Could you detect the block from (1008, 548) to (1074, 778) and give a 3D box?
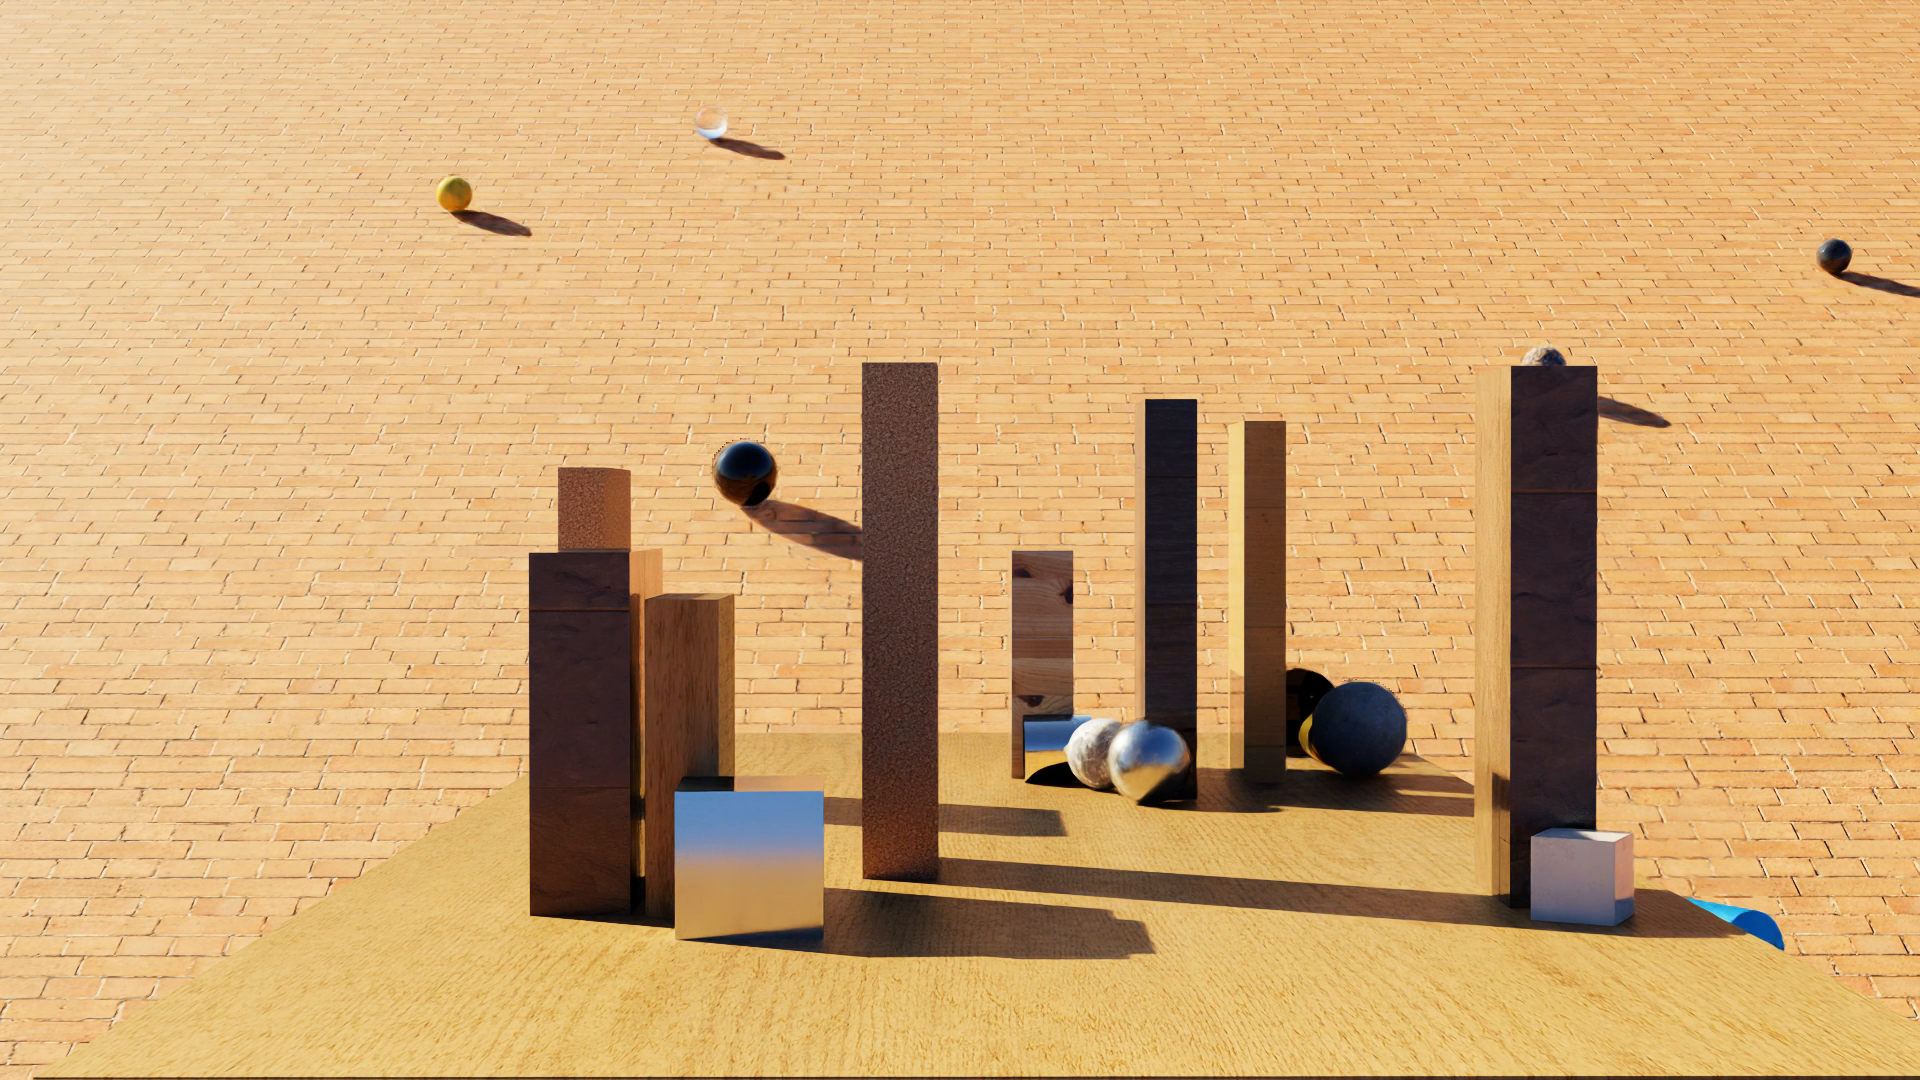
[{"bbox_3d":[0.175,0.262,5.673,0.131,0.484,0.387,0,1,0],"label":"block"}]

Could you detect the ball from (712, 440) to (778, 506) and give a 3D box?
[{"bbox_3d":[-0.655,-0.203,7.892,0.200,0.200,0.200,0,28,0],"label":"ball"}]

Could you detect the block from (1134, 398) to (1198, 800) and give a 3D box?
[{"bbox_3d":[0.416,0.115,5.239,0.103,0.789,0.297,0,1,0],"label":"block"}]

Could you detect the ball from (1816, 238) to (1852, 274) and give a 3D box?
[{"bbox_3d":[3.236,-1.051,9.565,0.129,0.129,0.129,0,28,0],"label":"ball"}]

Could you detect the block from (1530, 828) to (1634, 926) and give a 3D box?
[{"bbox_3d":[0.873,0.470,3.620,0.116,0.116,0.116,0,1,27],"label":"block"}]

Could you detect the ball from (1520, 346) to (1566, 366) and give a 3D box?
[{"bbox_3d":[1.953,-0.573,8.641,0.152,0.152,0.152,0,28,0],"label":"ball"}]

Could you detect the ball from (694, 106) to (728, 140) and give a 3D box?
[{"bbox_3d":[-1.048,-1.758,10.885,0.137,0.137,0.137,0,28,0],"label":"ball"}]

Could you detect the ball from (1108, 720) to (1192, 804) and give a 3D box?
[{"bbox_3d":[0.368,0.430,5.012,0.164,0.164,0.164,0,28,0],"label":"ball"}]

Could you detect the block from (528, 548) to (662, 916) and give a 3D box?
[{"bbox_3d":[-0.535,0.271,3.837,0.142,0.512,0.408,0,1,0],"label":"block"}]

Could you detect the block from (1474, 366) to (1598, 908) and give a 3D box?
[{"bbox_3d":[0.849,0.138,3.821,0.124,0.777,0.254,0,1,0],"label":"block"}]

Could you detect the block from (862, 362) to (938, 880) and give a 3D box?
[{"bbox_3d":[-0.093,0.124,4.118,0.116,0.799,0.255,0,1,0],"label":"block"}]

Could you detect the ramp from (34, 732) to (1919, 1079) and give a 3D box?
[{"bbox_3d":[0.063,0.567,4.607,2.000,0.100,4.000,0,1,0],"label":"ramp"}]

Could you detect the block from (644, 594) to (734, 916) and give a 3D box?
[{"bbox_3d":[-0.391,0.305,3.761,0.103,0.446,0.265,0,1,0],"label":"block"}]

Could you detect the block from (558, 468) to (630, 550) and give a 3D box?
[{"bbox_3d":[-0.726,0.184,5.157,0.090,0.653,0.395,0,1,0],"label":"block"}]

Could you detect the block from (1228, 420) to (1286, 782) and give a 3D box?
[{"bbox_3d":[0.637,0.127,5.554,0.088,0.756,0.308,0,1,0],"label":"block"}]

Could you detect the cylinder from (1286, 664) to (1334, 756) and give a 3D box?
[{"bbox_3d":[0.792,0.397,6.066,0.204,0.204,0.204,3,1,6],"label":"cylinder"}]

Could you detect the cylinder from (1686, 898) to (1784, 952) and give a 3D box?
[{"bbox_3d":[1.569,0.853,5.368,0.195,0.195,0.195,-17,9,-28],"label":"cylinder"}]

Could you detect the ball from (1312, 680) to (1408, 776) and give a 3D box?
[{"bbox_3d":[0.855,0.404,5.532,0.203,0.203,0.203,0,28,0],"label":"ball"}]

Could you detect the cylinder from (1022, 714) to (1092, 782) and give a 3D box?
[{"bbox_3d":[0.205,0.435,5.411,0.141,0.141,0.141,-1,28,-1],"label":"cylinder"}]

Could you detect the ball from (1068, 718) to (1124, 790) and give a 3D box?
[{"bbox_3d":[0.292,0.436,5.270,0.146,0.146,0.146,0,28,0],"label":"ball"}]

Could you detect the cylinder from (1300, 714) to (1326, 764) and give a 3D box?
[{"bbox_3d":[0.830,0.447,5.836,0.111,0.111,0.111,-1,1,-2],"label":"cylinder"}]

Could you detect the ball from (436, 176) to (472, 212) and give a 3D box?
[{"bbox_3d":[-1.981,-1.354,10.123,0.140,0.140,0.140,0,28,0],"label":"ball"}]

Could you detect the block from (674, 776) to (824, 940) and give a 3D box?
[{"bbox_3d":[-0.285,0.431,3.534,0.197,0.197,0.197,0,1,-3],"label":"block"}]
